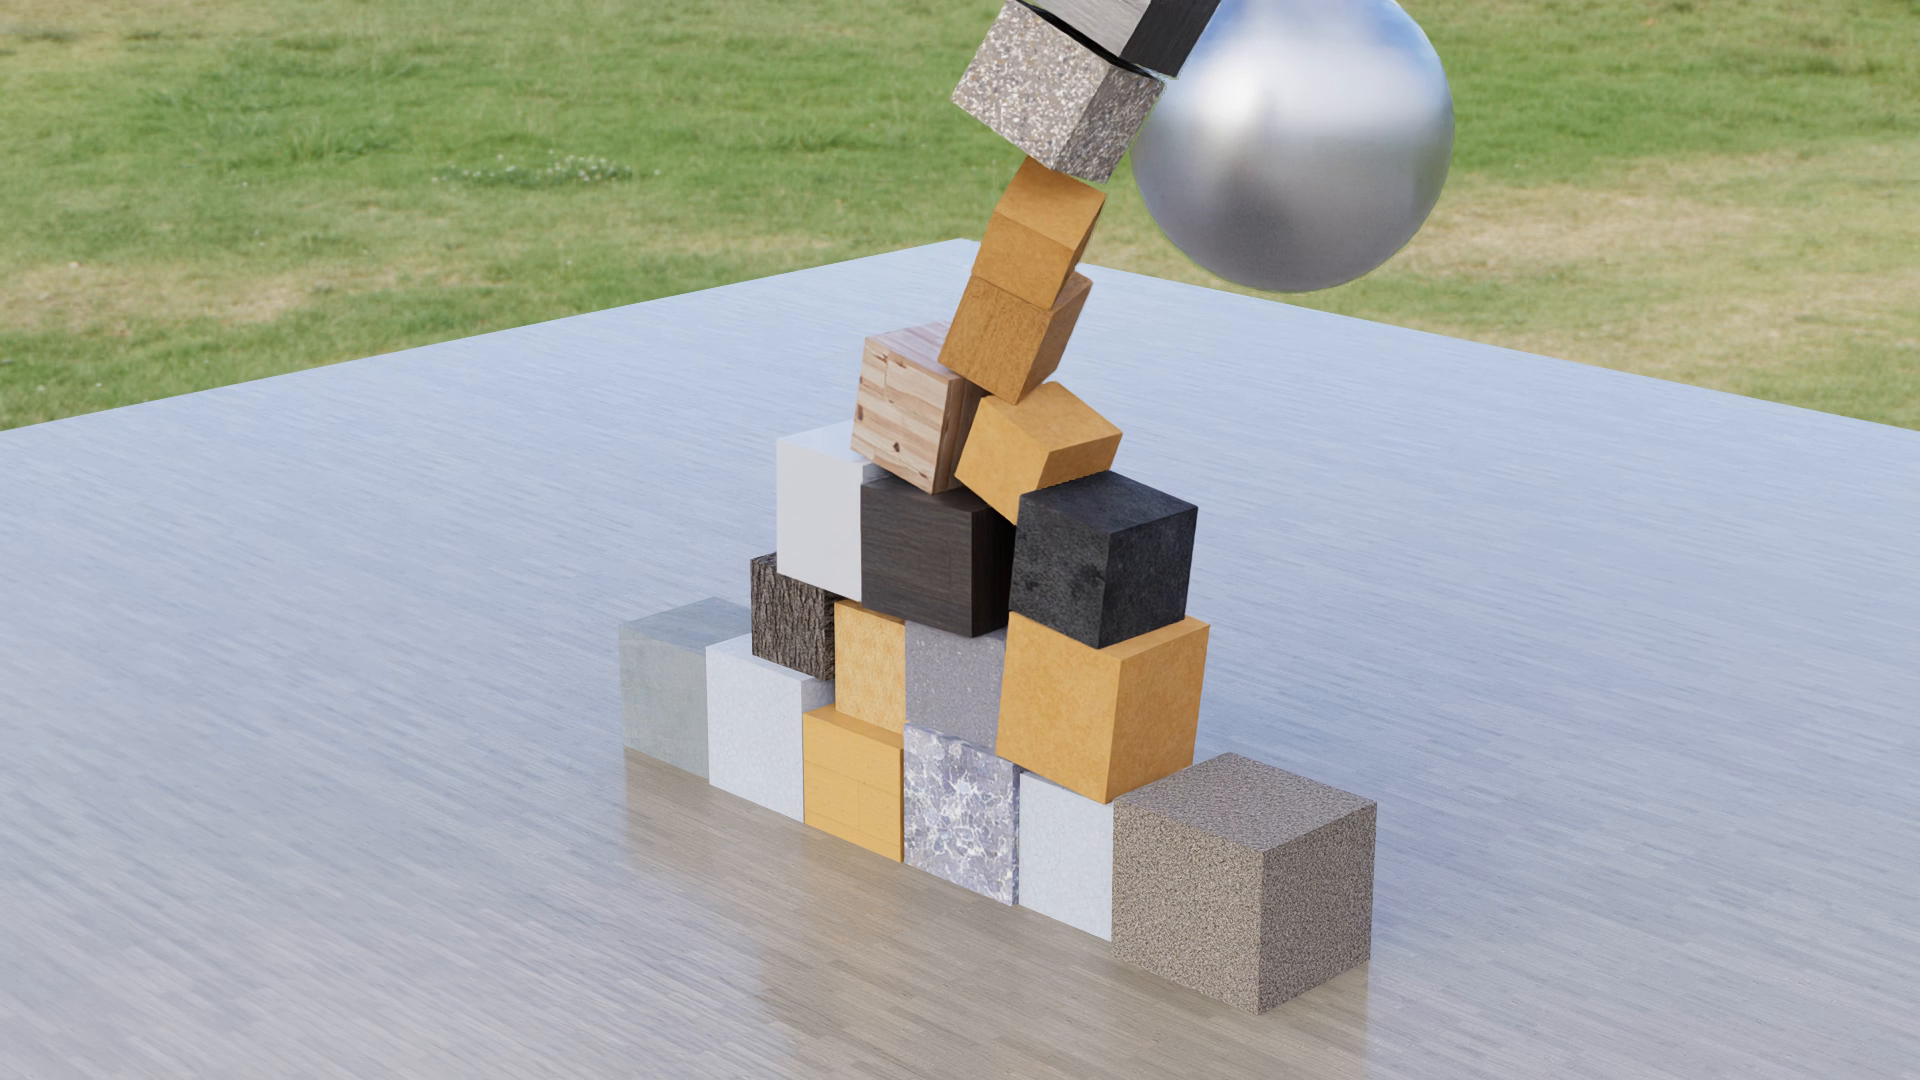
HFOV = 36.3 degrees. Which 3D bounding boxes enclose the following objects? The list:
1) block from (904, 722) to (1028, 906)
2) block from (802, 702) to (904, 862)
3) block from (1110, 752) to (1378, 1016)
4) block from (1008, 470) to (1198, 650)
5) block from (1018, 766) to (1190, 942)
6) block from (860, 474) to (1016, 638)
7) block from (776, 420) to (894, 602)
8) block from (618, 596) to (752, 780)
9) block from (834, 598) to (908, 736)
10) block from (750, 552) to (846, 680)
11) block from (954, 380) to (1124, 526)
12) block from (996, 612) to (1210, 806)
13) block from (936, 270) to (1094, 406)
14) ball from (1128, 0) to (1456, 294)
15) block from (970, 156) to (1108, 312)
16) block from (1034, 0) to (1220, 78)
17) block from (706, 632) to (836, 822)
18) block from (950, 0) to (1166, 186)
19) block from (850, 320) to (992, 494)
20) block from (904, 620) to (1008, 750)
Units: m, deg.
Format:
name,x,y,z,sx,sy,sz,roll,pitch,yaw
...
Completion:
name,x,y,z,sx,sy,sz,roll,pitch,yaw
block,0.220,1.170,13.478,0.688,0.687,0.661,16,24,42
block,-0.276,1.088,13.948,0.661,0.561,0.658,-17,24,-42
block,1.207,1.449,12.513,0.758,0.733,0.815,-17,24,-42
block,0.619,0.078,12.695,0.527,0.535,0.567,24,29,39
block,0.702,1.337,13.041,0.600,0.629,0.639,-17,24,-42
block,0.034,0.018,13.298,0.672,0.578,0.698,14,22,40
block,-0.434,-0.157,13.732,0.614,0.656,0.584,-17,25,-42
block,-1.249,0.746,14.891,0.640,0.648,0.713,-17,24,-42
block,-0.240,0.558,13.798,0.534,0.539,0.454,17,24,42
block,-0.623,0.320,14.117,0.521,0.485,0.557,17,24,42
block,0.347,-0.377,12.920,0.483,0.414,0.438,-16,45,-44
block,0.625,0.659,12.895,0.628,0.685,0.619,23,27,37
block,0.243,-0.960,12.877,0.404,0.484,0.455,30,33,12
ball,1.623,-2.012,14.411,1.600,1.600,1.600,0,17,0
block,0.335,-1.306,12.495,0.380,0.410,0.375,27,53,3
block,0.693,-2.351,12.019,0.614,0.605,0.550,38,16,24
block,-0.748,0.863,14.398,0.699,0.720,0.691,-17,24,-42
block,0.407,-1.864,12.200,0.567,0.491,0.523,38,16,24
block,-0.094,-0.608,13.246,0.511,0.552,0.543,-16,35,-42
block,0.158,0.577,13.351,0.601,0.520,0.550,15,23,40
